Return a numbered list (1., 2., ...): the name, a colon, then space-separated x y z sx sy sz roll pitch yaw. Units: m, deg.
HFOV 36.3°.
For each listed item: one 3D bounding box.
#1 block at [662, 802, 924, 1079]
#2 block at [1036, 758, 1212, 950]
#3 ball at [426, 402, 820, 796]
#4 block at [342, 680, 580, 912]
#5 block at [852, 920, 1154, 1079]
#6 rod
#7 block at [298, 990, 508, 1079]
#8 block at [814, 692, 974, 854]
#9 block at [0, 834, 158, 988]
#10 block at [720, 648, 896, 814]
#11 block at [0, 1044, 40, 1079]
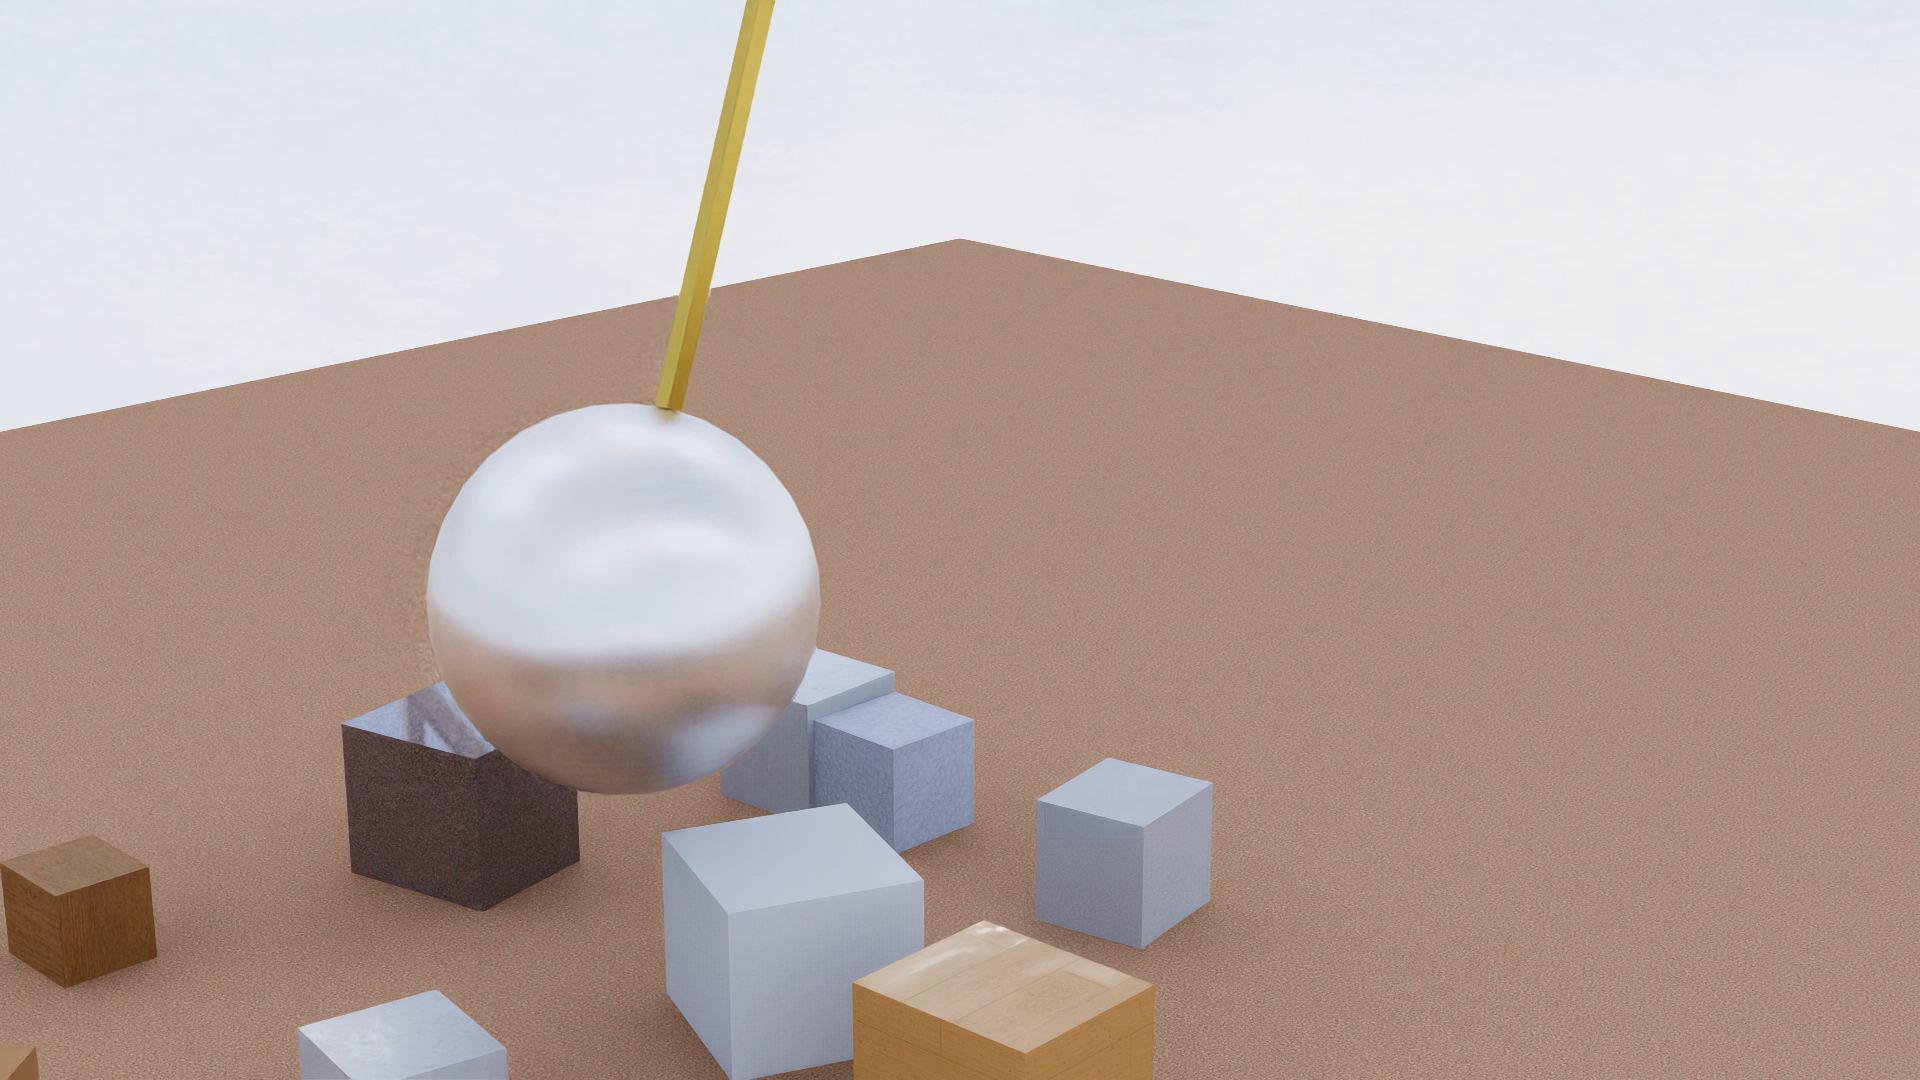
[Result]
1. block: -0.687 1.624 11.966 0.817 0.727 0.863 -7 19 -22
2. block: 0.729 1.380 13.002 0.542 0.571 0.604 11 21 32
3. ball: -1.370 0.240 11.982 1.600 1.600 1.600 0 17 0
4. block: -2.281 1.160 13.436 0.796 0.731 0.674 11 20 31
5. block: 0.161 1.966 10.947 0.845 0.684 0.732 15 23 40
6. rod: -0.594 -3.062 11.757 0.080 5.200 0.080 17 5 42
7. block: -2.030 2.086 10.736 0.554 0.582 0.583 -12 21 -33
8. block: -0.312 1.103 13.959 0.540 0.526 0.539 16 24 42
9. block: -3.783 1.588 12.586 0.435 0.423 0.488 -16 24 -42
10. block: -0.744 0.944 14.323 0.593 0.610 0.621 14 22 38
11. block: -3.576 2.225 9.952 0.683 0.786 0.733 2 18 6
